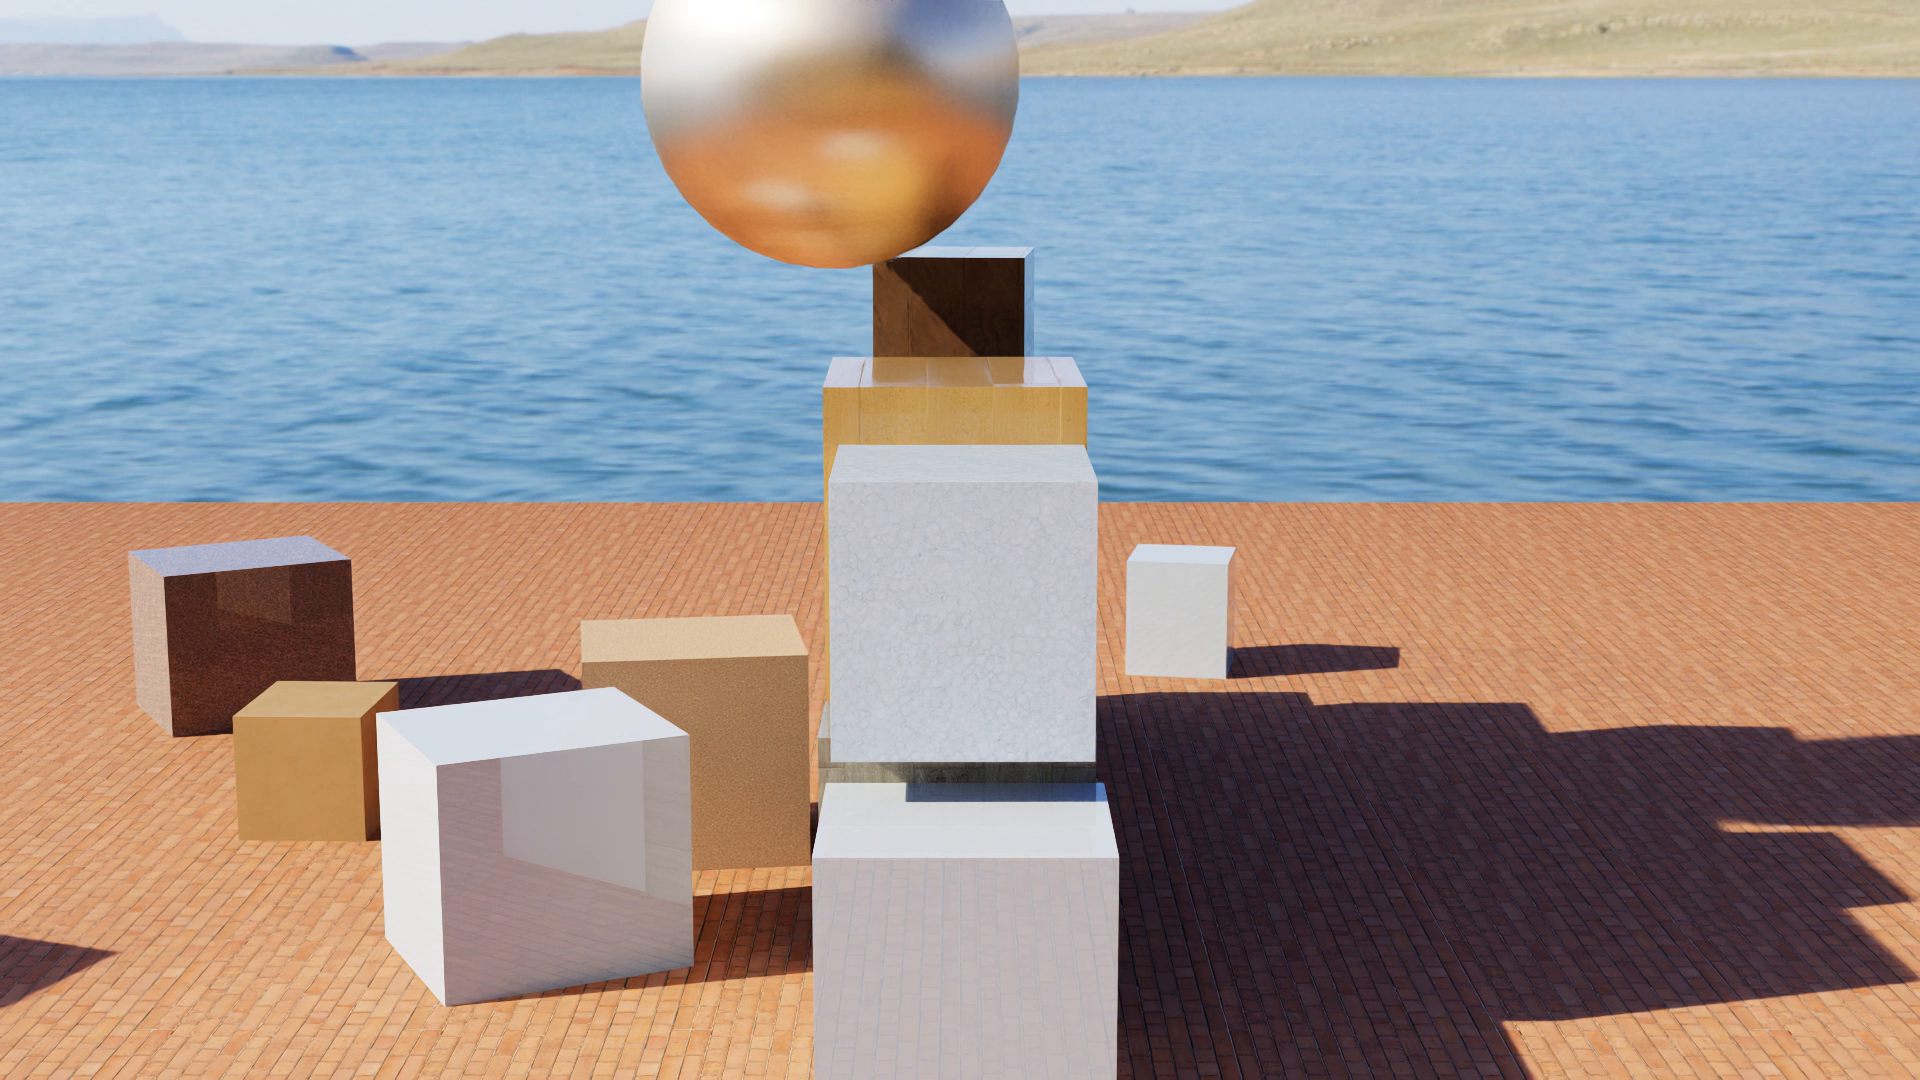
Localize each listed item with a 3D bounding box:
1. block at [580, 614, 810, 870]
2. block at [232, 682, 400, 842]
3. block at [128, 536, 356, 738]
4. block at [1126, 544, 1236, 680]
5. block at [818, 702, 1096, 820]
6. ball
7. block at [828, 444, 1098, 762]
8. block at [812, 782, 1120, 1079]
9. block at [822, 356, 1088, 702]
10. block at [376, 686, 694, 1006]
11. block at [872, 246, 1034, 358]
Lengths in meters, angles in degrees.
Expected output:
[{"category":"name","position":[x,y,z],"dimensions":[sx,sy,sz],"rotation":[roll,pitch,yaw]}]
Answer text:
[{"category":"block","position":[-1.227,0.921,11.790],"dimensions":[0.993,0.970,0.878],"rotation":[-2,10,-8]},{"category":"block","position":[-3.037,1.042,12.183],"dimensions":[0.593,0.591,0.702],"rotation":[0,10,2]},{"category":"block","position":[-3.991,0.516,14.270],"dimensions":[1.010,0.880,0.853],"rotation":[-6,12,-29]},{"category":"block","position":[1.322,0.421,15.330],"dimensions":[0.592,0.687,0.560],"rotation":[2,10,11]},{"category":"block","position":[-0.010,1.180,9.884],"dimensions":[1.006,1.143,1.073],"rotation":[0,10,0]},{"category":"ball","position":[-0.547,-1.948,10.826],"dimensions":[1.600,1.600,1.600],"rotation":[0,10,0]},{"category":"block","position":[0.008,0.208,9.275],"dimensions":[0.920,0.987,0.883],"rotation":[0,10,0]},{"category":"block","position":[0.018,1.439,8.919],"dimensions":[1.004,0.977,0.900],"rotation":[0,10,0]},{"category":"block","position":[-0.024,-0.071,10.201],"dimensions":[0.990,1.205,1.034],"rotation":[0,10,-1]},{"category":"block","position":[-1.712,1.200,10.307],"dimensions":[1.010,0.951,0.895],"rotation":[-5,12,-26]},{"category":"block","position":[-0.020,-1.044,12.056],"dimensions":[0.694,0.617,0.730],"rotation":[1,10,5]}]
